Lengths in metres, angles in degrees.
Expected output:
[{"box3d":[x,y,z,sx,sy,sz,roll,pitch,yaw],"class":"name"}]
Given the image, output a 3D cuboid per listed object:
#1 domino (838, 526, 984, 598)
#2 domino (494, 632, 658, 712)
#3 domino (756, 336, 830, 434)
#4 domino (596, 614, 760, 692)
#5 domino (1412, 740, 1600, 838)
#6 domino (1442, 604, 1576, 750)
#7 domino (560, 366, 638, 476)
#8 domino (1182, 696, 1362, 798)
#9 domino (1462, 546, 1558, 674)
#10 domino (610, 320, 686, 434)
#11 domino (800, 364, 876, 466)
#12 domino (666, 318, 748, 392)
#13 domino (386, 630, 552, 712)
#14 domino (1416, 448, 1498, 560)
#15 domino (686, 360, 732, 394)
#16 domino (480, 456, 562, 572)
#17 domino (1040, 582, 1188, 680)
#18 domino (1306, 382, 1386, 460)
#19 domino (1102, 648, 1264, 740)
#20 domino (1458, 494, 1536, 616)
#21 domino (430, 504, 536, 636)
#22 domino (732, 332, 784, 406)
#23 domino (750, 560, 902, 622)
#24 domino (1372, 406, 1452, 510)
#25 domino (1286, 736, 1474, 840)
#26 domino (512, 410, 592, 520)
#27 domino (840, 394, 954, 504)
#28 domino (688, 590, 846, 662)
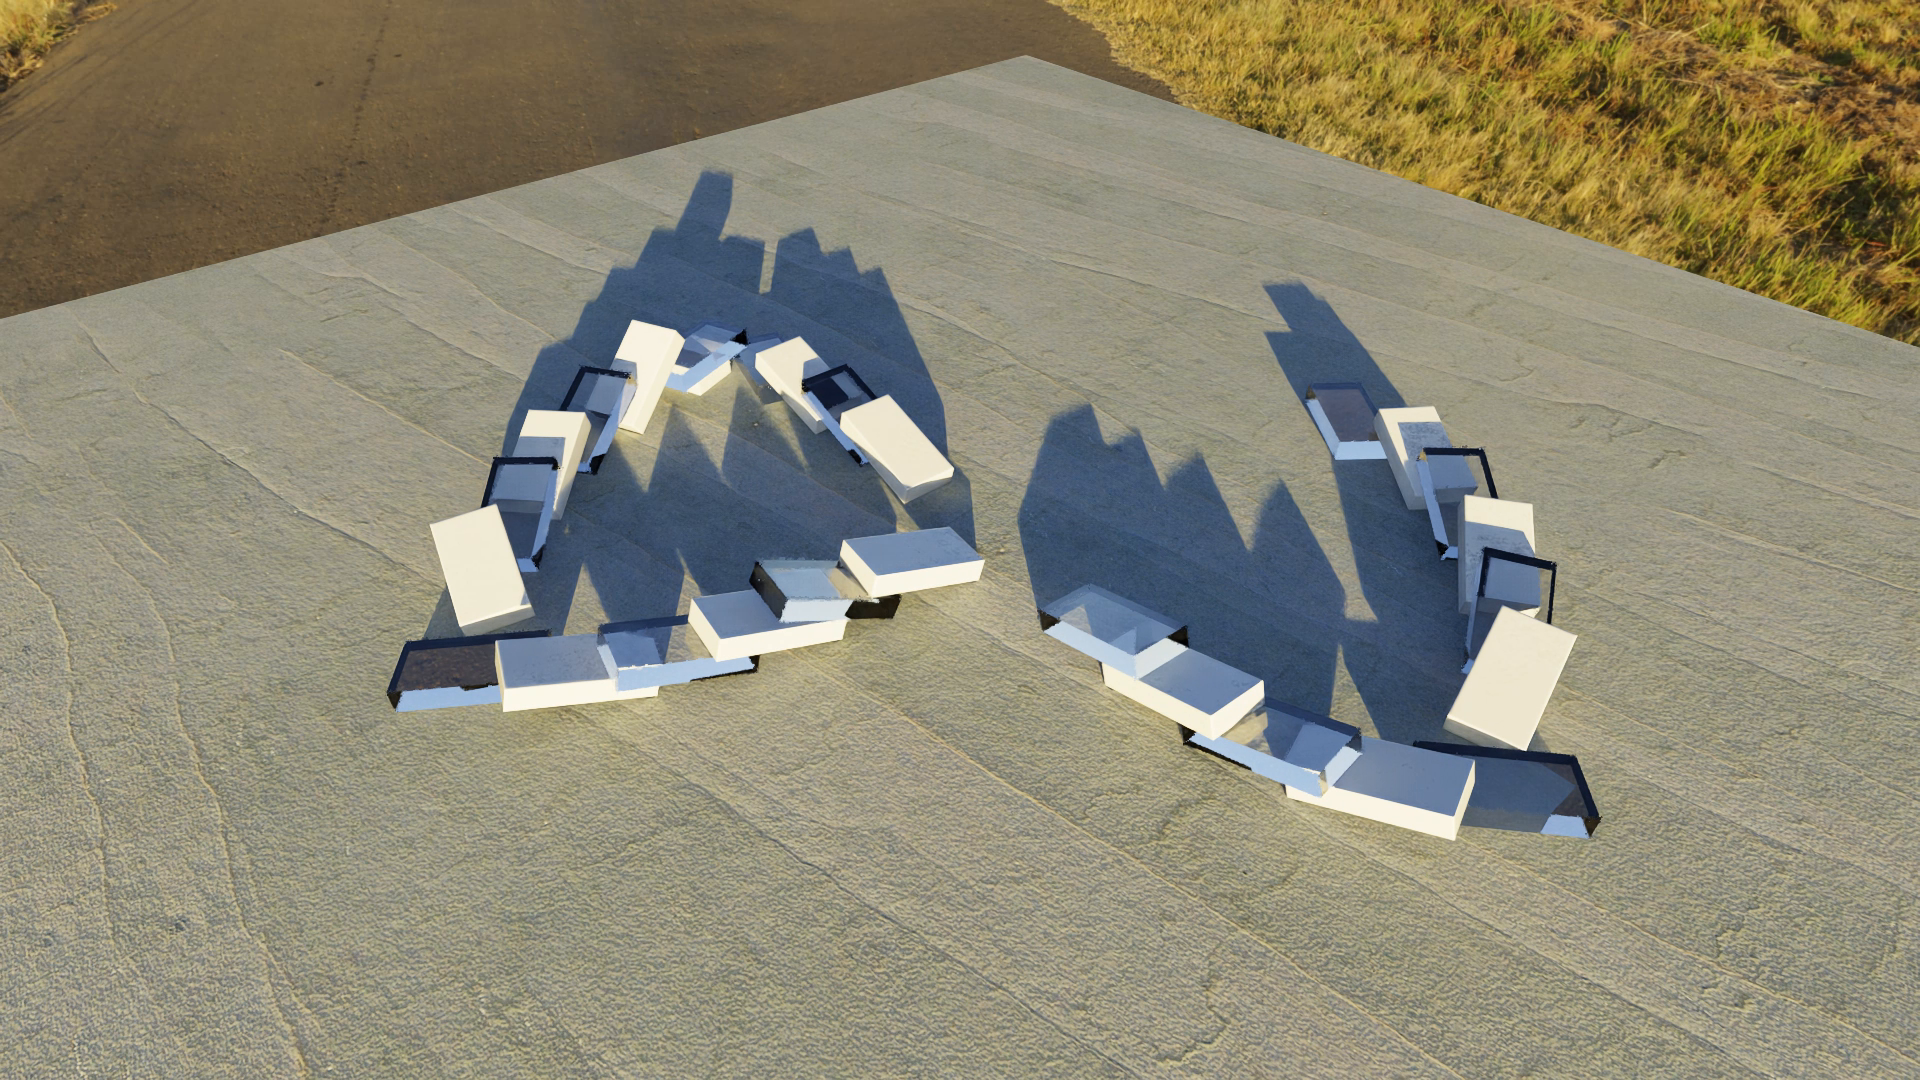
[{"box3d":[-0.018,0.008,0.423,0.050,0.009,0.025,-8,37,-37],"class":"domino"},{"box3d":[-0.132,0.044,0.379,0.050,0.010,0.025,-2,36,-29],"class":"domino"},{"box3d":[-0.073,-0.074,0.523,0.025,0.009,0.050,-29,64,-30],"class":"domino"},{"box3d":[-0.098,0.038,0.386,0.050,0.009,0.025,-5,36,-33],"class":"domino"},{"box3d":[0.171,0.078,0.348,0.050,0.010,0.025,5,40,6],"class":"domino"},{"box3d":[0.187,0.048,0.373,0.025,0.009,0.050,26,62,26],"class":"domino"},{"box3d":[-0.167,-0.054,0.495,0.025,0.010,0.050,10,63,12],"class":"domino"},{"box3d":[0.100,0.063,0.355,0.025,0.009,0.050,-33,32,-33],"class":"domino"},{"box3d":[0.199,0.028,0.398,0.025,0.010,0.050,14,58,16],"class":"domino"},{"box3d":[-0.151,-0.077,0.516,0.025,0.009,0.050,16,77,19],"class":"domino"},{"box3d":[-0.049,-0.058,0.503,0.025,0.010,0.050,-27,63,-29],"class":"domino"},{"box3d":[-0.130,-0.091,0.540,0.025,0.010,0.050,18,43,21],"class":"domino"},{"box3d":[-0.171,0.046,0.388,0.050,0.010,0.025,-5,40,-6],"class":"domino"},{"box3d":[0.206,-0.015,0.451,0.025,0.009,0.050,1,56,2],"class":"domino"},{"box3d":[-0.143,-0.089,0.552,0.050,0.010,0.025,18,43,21],"class":"domino"},{"box3d":[-0.180,-0.011,0.445,0.025,0.010,0.050,-1,57,-1],"class":"domino"},{"box3d":[0.054,0.032,0.394,0.025,0.010,0.050,-26,29,-28],"class":"domino"},{"box3d":[0.181,-0.056,0.512,0.025,0.010,0.050,-1,39,-1],"class":"domino"},{"box3d":[0.075,0.048,0.373,0.025,0.010,0.050,-26,29,-28],"class":"domino"},{"box3d":[0.207,0.007,0.424,0.025,0.010,0.050,9,57,11],"class":"domino"},{"box3d":[-0.182,0.011,0.418,0.025,0.009,0.050,-20,59,-18],"class":"domino"},{"box3d":[-0.095,-0.086,0.549,0.025,0.009,0.050,-17,42,-20],"class":"domino"},{"box3d":[-0.049,0.018,0.405,0.050,0.009,0.025,2,31,-41],"class":"domino"},{"box3d":[0.201,-0.036,0.478,0.025,0.009,0.050,-3,54,-4],"class":"domino"},{"box3d":[0.130,0.074,0.342,0.050,0.010,0.025,8,37,35],"class":"domino"},{"box3d":[-0.178,-0.033,0.471,0.025,0.010,0.050,3,58,4],"class":"domino"},{"box3d":[-0.028,-0.041,0.482,0.025,0.010,0.050,-27,62,-29],"class":"domino"},{"box3d":[-0.069,0.029,0.397,0.050,0.009,0.025,-7,36,-37],"class":"domino"}]
